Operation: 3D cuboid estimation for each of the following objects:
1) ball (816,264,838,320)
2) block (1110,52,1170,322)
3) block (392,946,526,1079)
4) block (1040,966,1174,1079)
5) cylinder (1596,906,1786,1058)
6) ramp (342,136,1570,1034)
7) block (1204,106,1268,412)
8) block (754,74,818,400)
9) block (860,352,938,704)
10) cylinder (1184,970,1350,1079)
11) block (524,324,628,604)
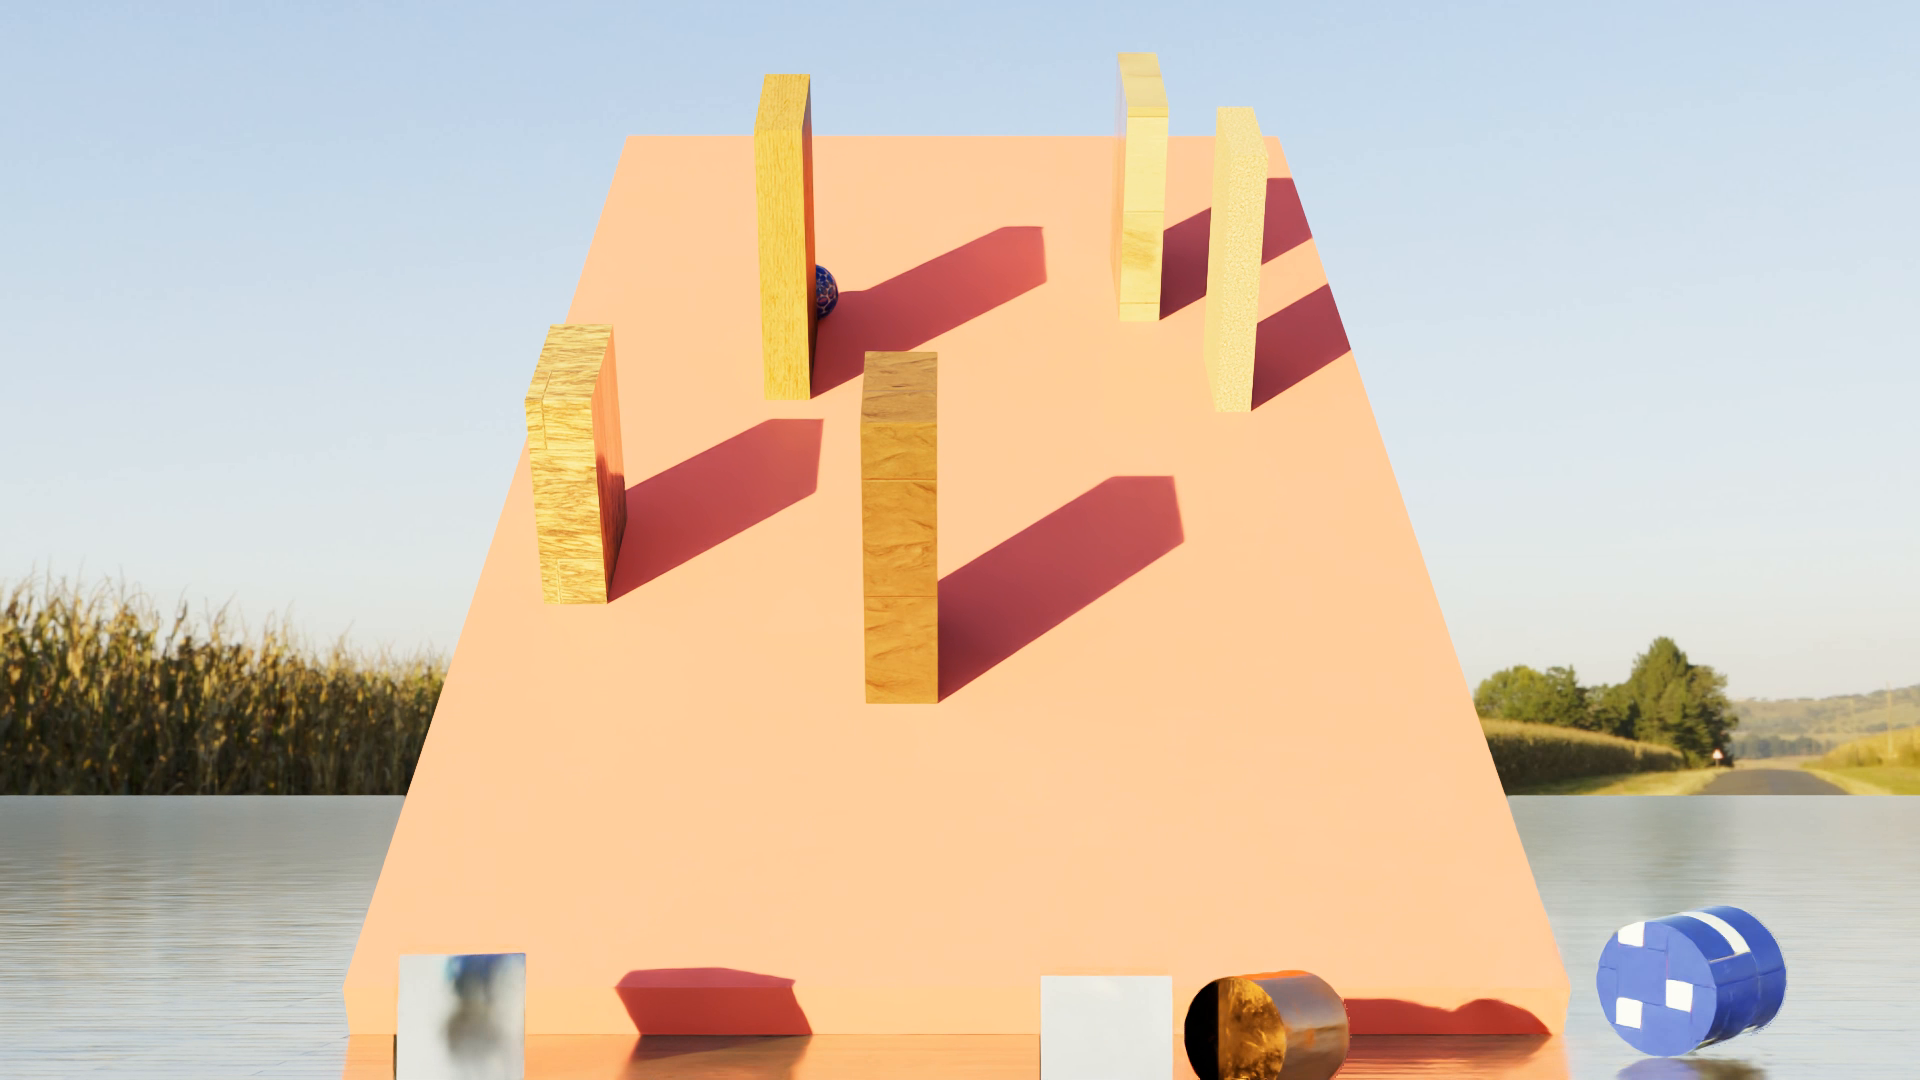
[{"bbox_3d":[-0.386,-0.634,6.173,0.151,0.151,0.151,0,-6,0],"label":"ball"},{"bbox_3d":[0.461,-0.918,6.250,0.102,0.576,0.424,0,30,0],"label":"block"},{"bbox_3d":[-0.715,0.672,3.434,0.174,0.174,0.174,2,-6,-15],"label":"block"},{"bbox_3d":[0.188,0.645,3.132,0.167,0.167,0.167,0,-6,1],"label":"block"},{"bbox_3d":[1.125,0.676,3.704,0.204,0.204,0.204,-2,-3,-43],"label":"cylinder"},{"bbox_3d":[-0.013,-0.213,5.687,2.000,0.100,4.000,0,30,0],"label":"ramp"},{"bbox_3d":[0.653,-0.667,5.736,0.083,0.646,0.326,0,30,0],"label":"block"},{"bbox_3d":[-0.416,-0.730,5.805,0.108,0.681,0.394,0,30,0],"label":"block"},{"bbox_3d":[-0.113,-0.022,4.632,0.139,0.607,0.303,0,30,0],"label":"block"},{"bbox_3d":[0.409,0.657,3.208,0.158,0.158,0.158,-5,-8,39],"label":"cylinder"},{"bbox_3d":[-0.794,-0.160,5.014,0.130,0.467,0.366,0,30,0],"label":"block"}]
